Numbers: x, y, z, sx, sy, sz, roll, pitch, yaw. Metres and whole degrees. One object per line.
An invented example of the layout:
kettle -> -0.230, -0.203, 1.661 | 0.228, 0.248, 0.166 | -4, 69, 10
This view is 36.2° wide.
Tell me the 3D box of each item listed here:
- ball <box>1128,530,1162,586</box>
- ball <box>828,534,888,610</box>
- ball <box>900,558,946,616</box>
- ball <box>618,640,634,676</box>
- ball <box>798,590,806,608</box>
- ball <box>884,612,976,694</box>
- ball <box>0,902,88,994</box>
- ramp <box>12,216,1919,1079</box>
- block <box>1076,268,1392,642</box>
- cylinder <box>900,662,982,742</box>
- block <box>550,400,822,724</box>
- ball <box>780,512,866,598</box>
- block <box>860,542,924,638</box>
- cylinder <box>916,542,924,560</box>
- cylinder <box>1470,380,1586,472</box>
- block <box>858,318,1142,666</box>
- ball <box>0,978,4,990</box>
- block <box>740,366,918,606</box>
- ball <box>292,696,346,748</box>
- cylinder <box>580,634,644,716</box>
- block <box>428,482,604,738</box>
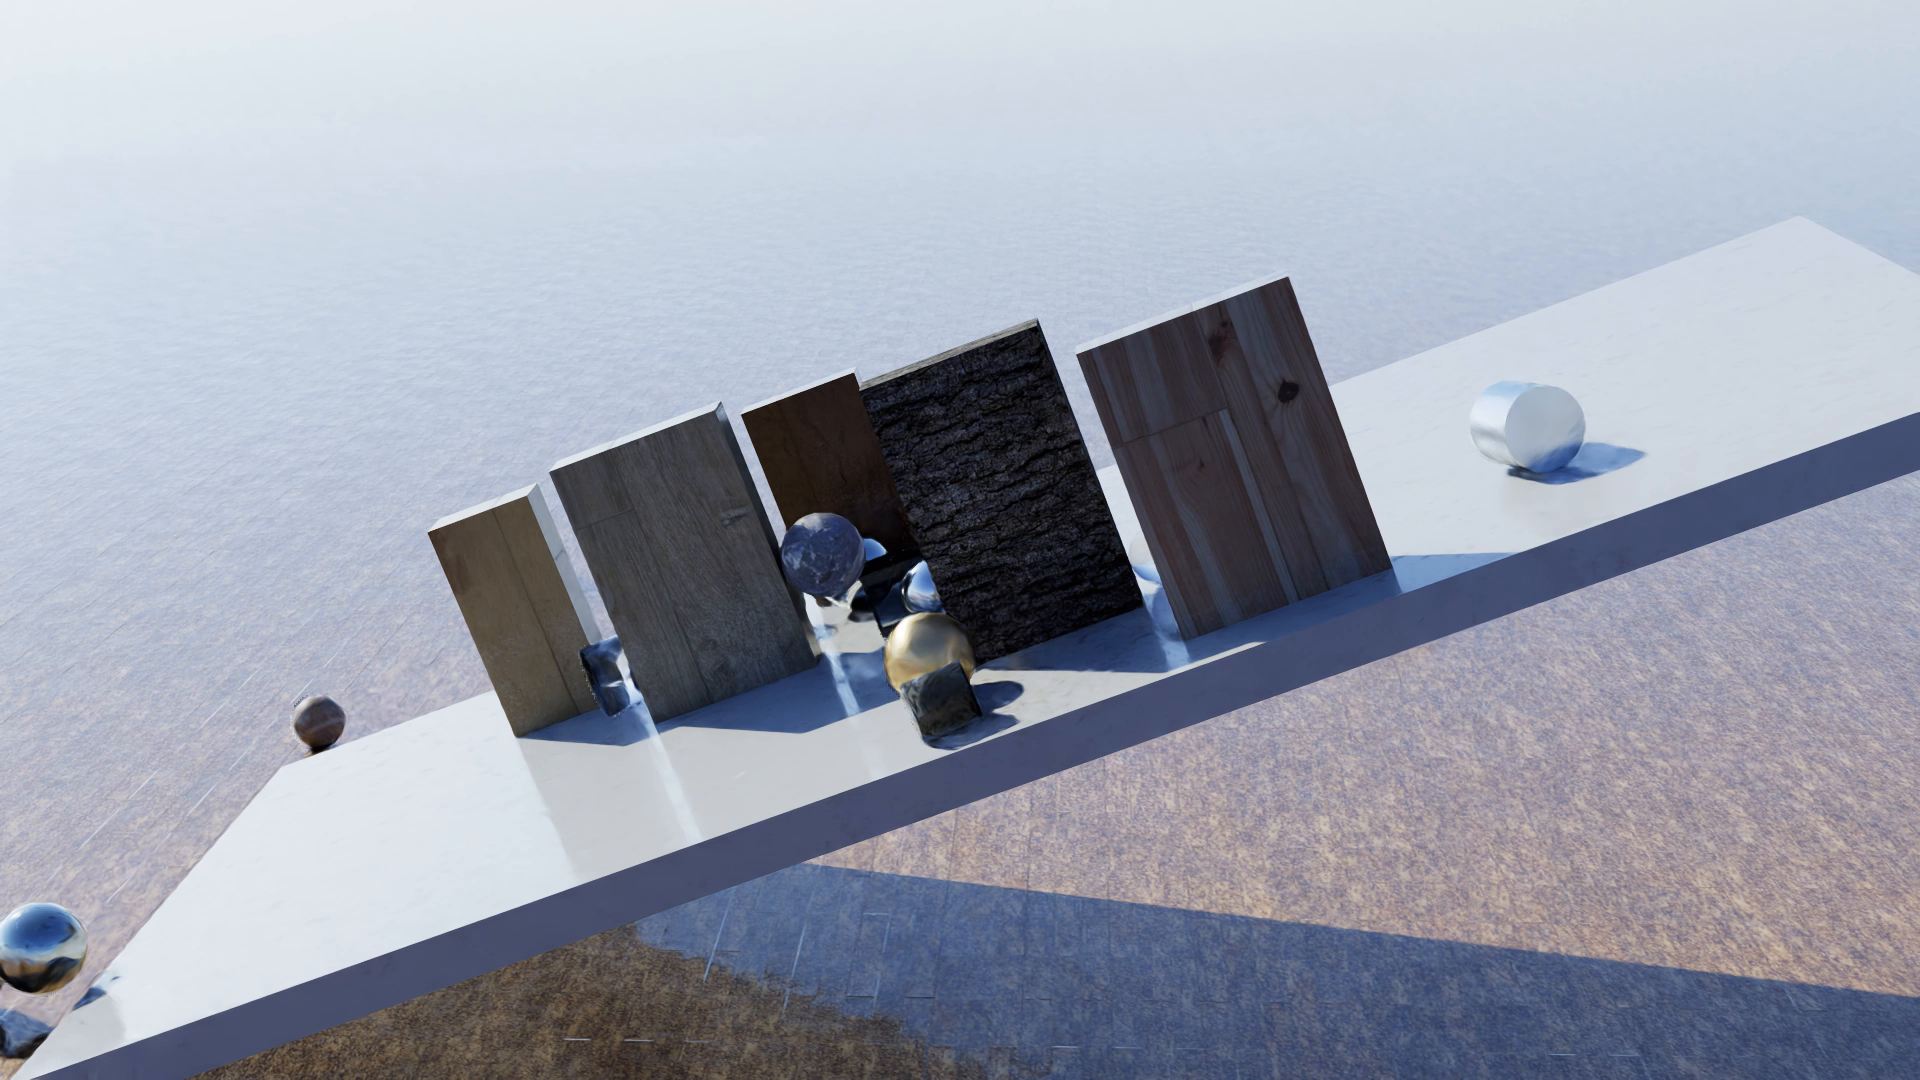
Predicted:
ball -> 0.401, 0.028, 5.902 | 0.125, 0.125, 0.125 | 0, 13, 0
ball -> -0.241, 0.072, 6.718 | 0.176, 0.176, 0.176 | 0, 13, 0
ball -> -0.054, 0.109, 6.286 | 0.147, 0.147, 0.147 | 0, 13, 0
ball -> -0.725, 0.252, 6.839 | 0.143, 0.143, 0.143 | 0, 13, 0
ball -> -0.427, 0.156, 6.722 | 0.152, 0.152, 0.152 | 0, 13, 0
ball -> -0.059, 0.228, 5.673 | 0.179, 0.179, 0.179 | 0, 13, 0
ball -> -1.912, 0.848, 6.110 | 0.191, 0.191, 0.191 | 0, 13, 0
ramp -> 0.118, 0.176, 6.295 | 4.000, 0.100, 2.000 | -20, 12, 7
block -> 0.505, -0.154, 5.419 | 0.408, 0.576, 0.093 | -20, 12, 7
cylinder -> -0.035, 0.300, 5.457 | 0.117, 0.117, 0.117 | -22, 16, -5
block -> -0.591, 0.050, 6.378 | 0.384, 0.600, 0.115 | -20, 12, 7
ball -> -0.296, 0.032, 6.353 | 0.185, 0.185, 0.185 | 0, 13, 0
block -> -0.128, 0.107, 6.438 | 0.143, 0.143, 0.143 | -21, 12, 3
cylinder -> 0.013, 0.010, 6.577 | 0.166, 0.166, 0.166 | 7, 23, 27
cylinder -> 1.097, -0.221, 5.693 | 0.167, 0.167, 0.167 | -3, 7, -13
block -> 0.084, -0.091, 5.824 | 0.371, 0.599, 0.103 | -20, 12, 7
ball -> -2.081, 0.906, 6.135 | 0.169, 0.169, 0.169 | 0, 13, 0
block -> -0.288, -0.125, 6.904 | 0.284, 0.493, 0.085 | -20, 12, 7
ball -> -1.735, 0.491, 7.961 | 0.141, 0.141, 0.141 | 0, 13, 0
cylinder -> -0.749, 0.291, 6.648 | 0.165, 0.165, 0.165 | -24, 20, -14
block -> -1.001, 0.163, 6.793 | 0.247, 0.521, 0.137 | -20, 12, 7
